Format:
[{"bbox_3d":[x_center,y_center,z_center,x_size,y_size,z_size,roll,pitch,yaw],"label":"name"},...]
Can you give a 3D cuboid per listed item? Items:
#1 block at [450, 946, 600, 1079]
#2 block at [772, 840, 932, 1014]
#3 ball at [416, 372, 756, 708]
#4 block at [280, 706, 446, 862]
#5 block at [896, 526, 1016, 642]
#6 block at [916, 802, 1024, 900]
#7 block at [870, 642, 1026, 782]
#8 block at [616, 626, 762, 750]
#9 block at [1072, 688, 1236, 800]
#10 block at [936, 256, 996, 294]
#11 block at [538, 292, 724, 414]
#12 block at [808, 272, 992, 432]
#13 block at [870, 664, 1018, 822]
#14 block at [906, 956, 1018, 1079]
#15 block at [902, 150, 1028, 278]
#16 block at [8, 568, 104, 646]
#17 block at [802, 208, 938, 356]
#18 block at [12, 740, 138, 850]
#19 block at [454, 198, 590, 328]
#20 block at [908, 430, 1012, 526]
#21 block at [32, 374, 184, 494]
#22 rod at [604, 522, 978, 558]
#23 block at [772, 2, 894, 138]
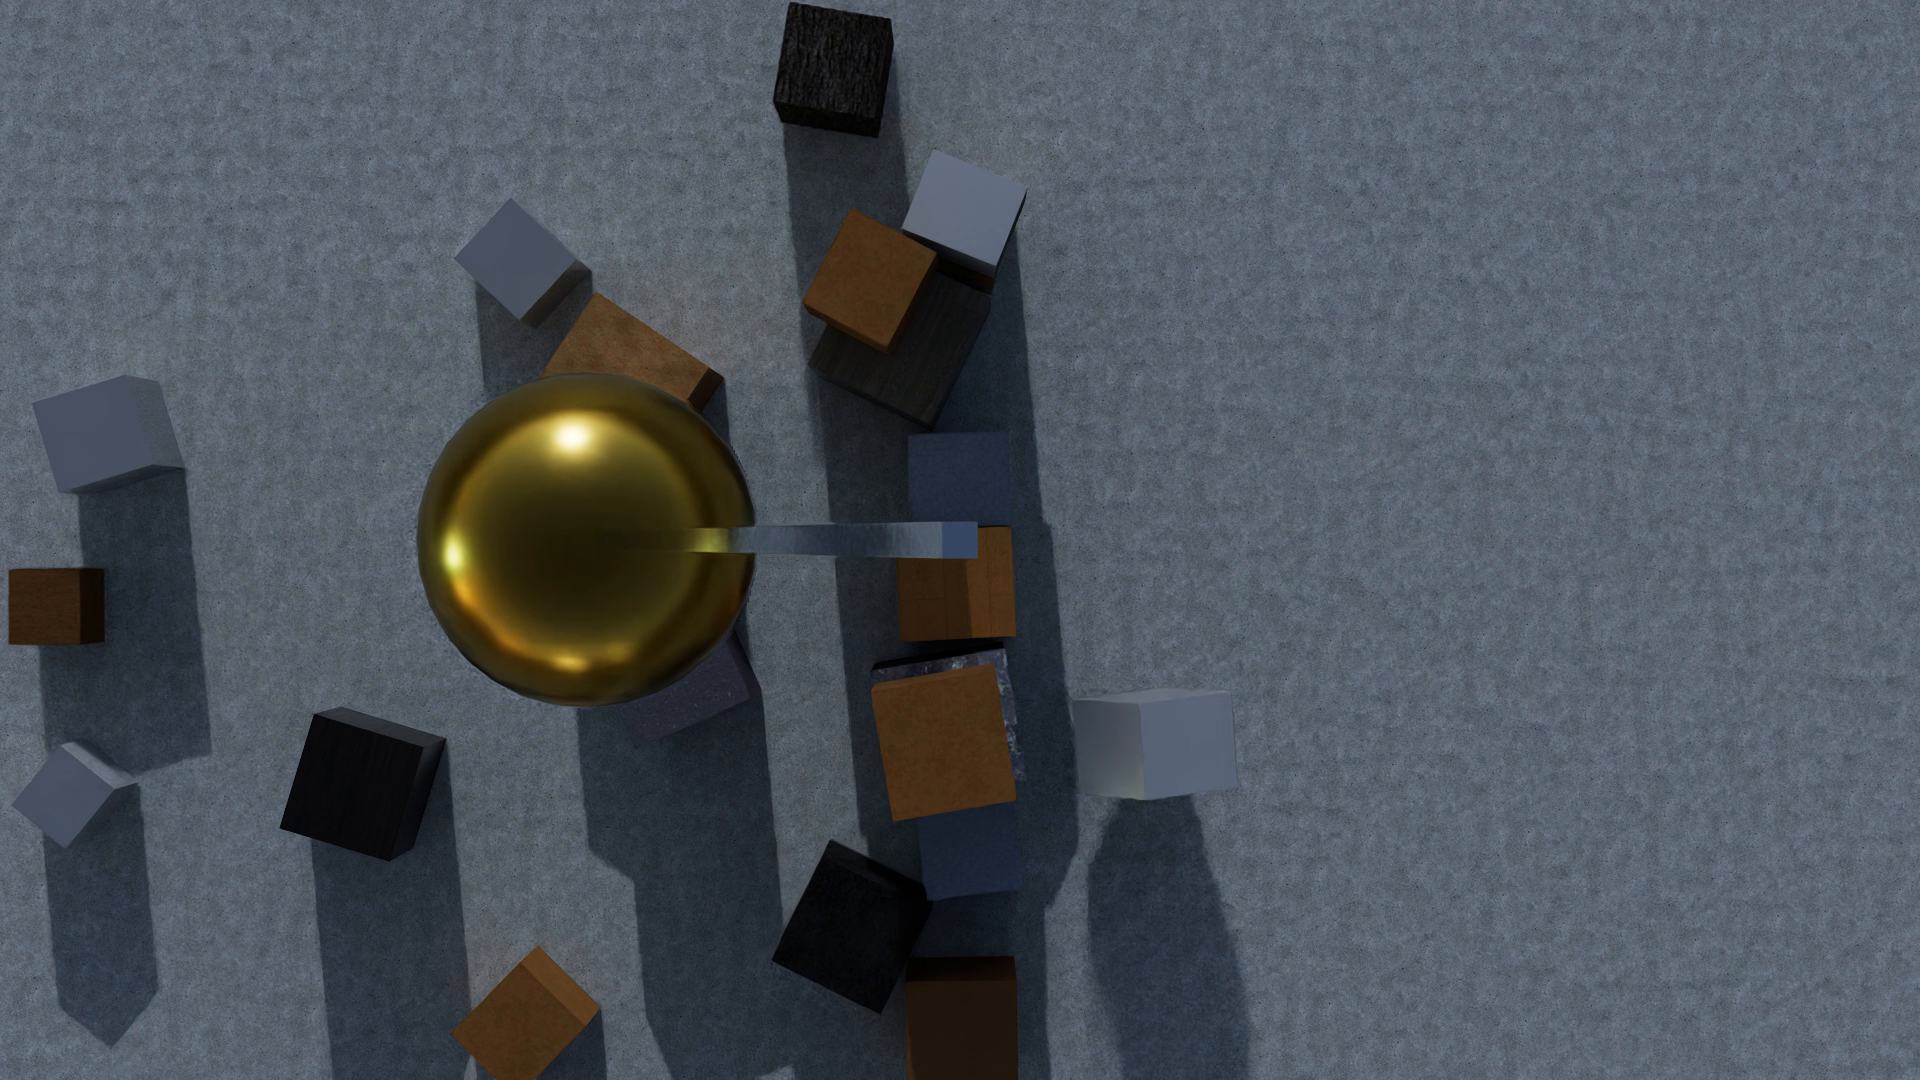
[{"bbox_3d":[-2.508,2.781,12.737,0.522,0.527,0.568,44,90,0],"label":"block"},{"bbox_3d":[-0.606,2.206,12.621,0.677,0.751,0.647,26,89,0],"label":"block"},{"bbox_3d":[-1.769,0.000,10.478,1.600,1.600,1.600,0,90,0],"label":"ball"},{"bbox_3d":[-3.445,1.403,12.725,0.650,0.551,0.677,17,90,0],"label":"block"},{"bbox_3d":[-0.025,0.247,12.657,0.654,0.687,0.614,-3,90,0],"label":"block"},{"bbox_3d":[0.049,1.716,12.743,0.558,0.515,0.598,-8,90,0],"label":"block"},{"bbox_3d":[-0.065,1.024,12.584,0.756,0.831,0.731,-9,90,0],"label":"block"},{"bbox_3d":[-1.616,0.761,12.662,0.709,0.677,0.592,-24,90,0],"label":"block"},{"bbox_3d":[1.106,1.156,12.553,0.634,0.655,0.537,-5,91,-31],"label":"block"},{"bbox_3d":[0.012,-1.772,12.720,0.497,0.559,0.531,15,90,0],"label":"block"},{"bbox_3d":[-1.915,-0.857,12.600,0.753,0.799,0.752,34,90,0],"label":"block"},{"bbox_3d":[-0.335,-1.154,12.581,0.754,0.837,0.780,26,90,0],"label":"block"},{"bbox_3d":[-0.083,1.077,11.836,0.662,0.665,0.690,-10,90,0],"label":"block"},{"bbox_3d":[0.011,2.789,12.647,0.622,0.706,0.650,-1,90,0],"label":"block"},{"bbox_3d":[0.026,-1.794,12.155,0.549,0.572,0.463,22,90,0],"label":"block"},{"bbox_3d":[-5.262,0.386,12.819,0.407,0.362,0.434,0,90,0],"label":"block"},{"bbox_3d":[-0.478,-1.382,11.867,0.508,0.591,0.563,28,90,0],"label":"block"},{"bbox_3d":[-5.148,1.476,12.809,0.403,0.381,0.445,39,90,0],"label":"block"},{"bbox_3d":[-2.529,-1.597,12.748,0.513,0.504,0.475,43,90,0],"label":"block"},{"bbox_3d":[-0.001,-0.341,12.722,0.571,0.555,0.535,-2,90,0],"label":"block"},{"bbox_3d":[-4.926,-0.603,12.740,0.557,0.520,0.533,-17,90,0],"label":"block"},{"bbox_3d":[-0.767,0.000,7.229,0.080,5.200,0.080,0,90,-17],"label":"rod"},{"bbox_3d":[-0.722,-2.702,12.690,0.579,0.621,0.567,9,90,0],"label":"block"}]
